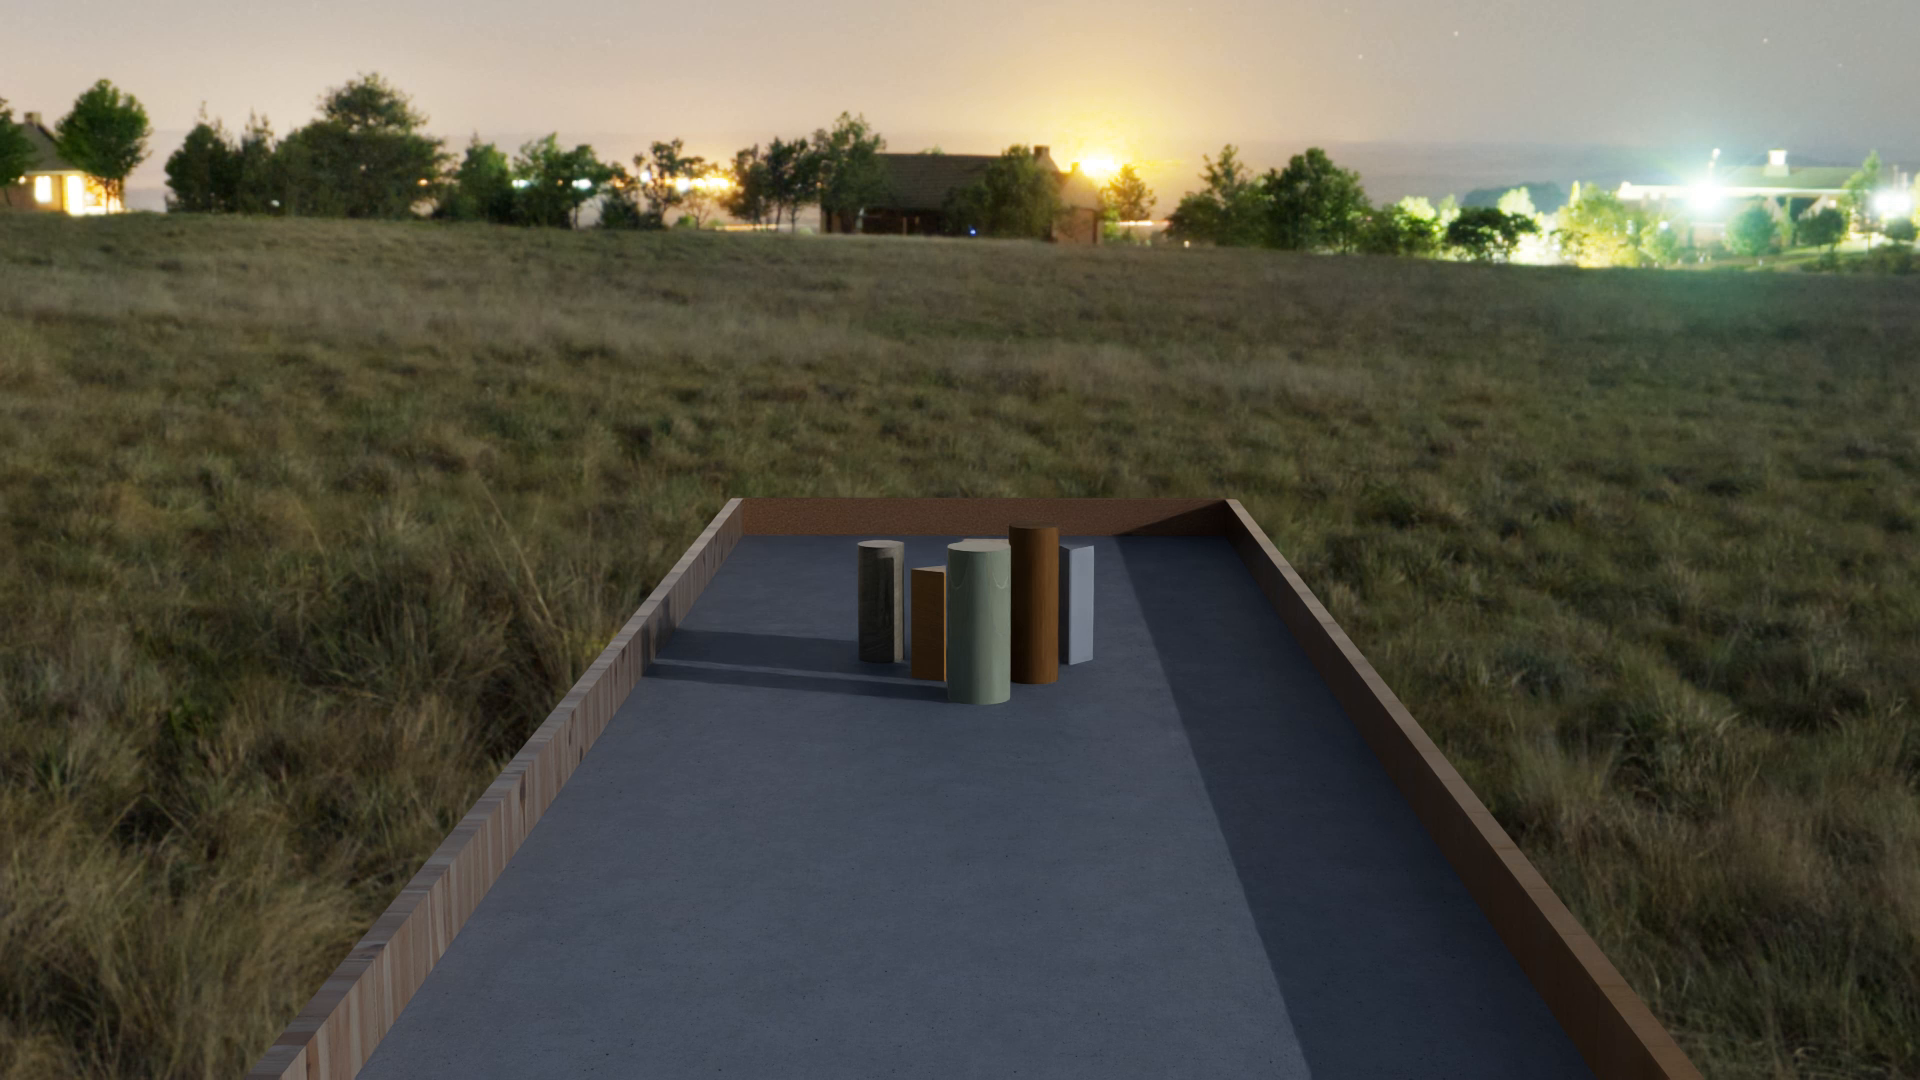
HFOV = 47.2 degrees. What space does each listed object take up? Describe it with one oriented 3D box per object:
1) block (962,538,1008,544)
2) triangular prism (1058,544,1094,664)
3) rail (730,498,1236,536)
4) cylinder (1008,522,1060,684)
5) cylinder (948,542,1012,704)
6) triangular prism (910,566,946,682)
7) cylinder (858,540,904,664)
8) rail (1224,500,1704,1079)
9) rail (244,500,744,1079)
[{"bbox_3d":[0.090,0.187,6.687,0.171,0.357,0.171,1,9,5],"label":"block"},{"bbox_3d":[0.332,0.191,6.676,0.096,0.352,0.111,8,12,41],"label":"triangular prism"},{"bbox_3d":[0.099,-0.098,9.147,2.100,0.150,0.050,0,9,1],"label":"rail"},{"bbox_3d":[0.214,0.181,6.407,0.147,0.456,0.147,0,9,0],"label":"cylinder"},{"bbox_3d":[0.054,0.231,6.171,0.178,0.432,0.178,0,9,0],"label":"cylinder"},{"bbox_3d":[-0.069,0.241,6.456,0.116,0.323,0.100,5,10,29],"label":"triangular prism"},{"bbox_3d":[-0.240,0.187,6.698,0.141,0.355,0.141,0,9,0],"label":"cylinder"},{"bbox_3d":[1.046,0.843,3.208,0.050,0.150,12.000,0,9,1],"label":"rail"},{"bbox_3d":[-1.004,0.839,3.234,0.050,0.150,12.000,0,9,1],"label":"rail"}]
